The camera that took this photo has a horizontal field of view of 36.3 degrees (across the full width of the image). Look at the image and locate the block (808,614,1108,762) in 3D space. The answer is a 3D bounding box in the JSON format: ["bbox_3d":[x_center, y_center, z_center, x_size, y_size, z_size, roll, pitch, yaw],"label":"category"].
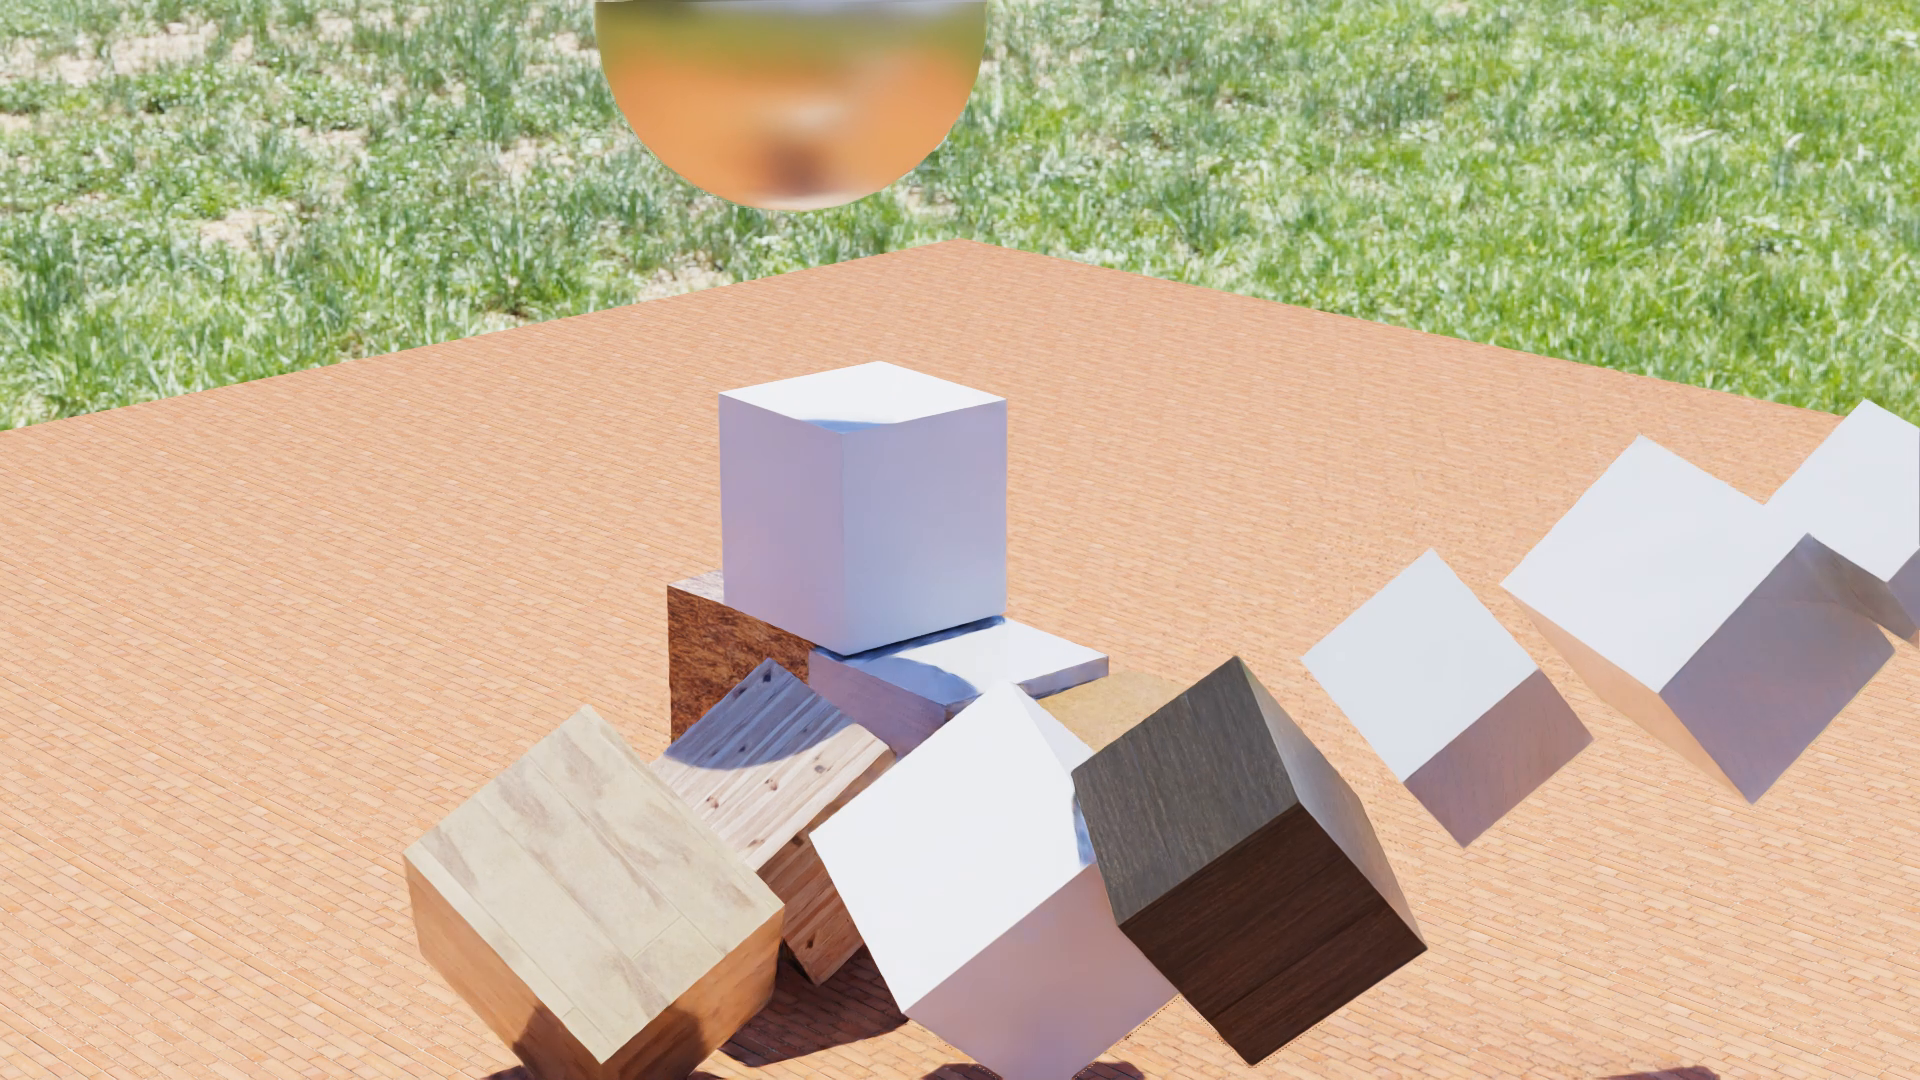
[{"bbox_3d":[-0.008,0.996,13.479,0.981,1.016,0.948,-15,23,-39],"label":"block"}]

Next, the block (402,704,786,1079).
[{"bbox_3d":[-1.355,1.448,10.896,0.869,1.040,1.061,-40,73,-23],"label":"block"}]

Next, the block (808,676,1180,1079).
[{"bbox_3d":[0.233,1.301,10.849,0.947,1.004,0.889,-39,48,8],"label":"block"}]

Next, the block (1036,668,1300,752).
[{"bbox_3d":[0.773,1.237,12.874,0.986,0.920,1.010,-16,24,-42],"label":"block"}]

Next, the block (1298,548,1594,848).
[{"bbox_3d":[1.750,0.572,10.527,0.649,0.616,0.670,53,6,38],"label":"block"}]

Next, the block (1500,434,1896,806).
[{"bbox_3d":[2.663,0.281,10.617,0.759,0.762,0.918,-47,36,-1],"label":"block"}]

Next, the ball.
[{"bbox_3d":[-0.687,-2.142,11.949,1.600,1.600,1.600,0,17,0],"label":"ball"}]

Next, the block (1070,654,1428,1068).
[{"bbox_3d":[0.967,1.083,9.991,0.722,0.787,0.917,-36,28,11],"label":"block"}]

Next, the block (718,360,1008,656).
[{"bbox_3d":[-0.451,-0.171,13.683,0.956,1.036,0.943,-14,22,-38],"label":"block"}]

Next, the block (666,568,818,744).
[{"bbox_3d":[-0.707,0.726,14.296,0.948,1.043,1.065,-17,24,-42],"label":"block"}]

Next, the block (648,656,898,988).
[{"bbox_3d":[-0.692,1.163,12.128,0.786,0.789,0.828,-42,46,-16],"label":"block"}]

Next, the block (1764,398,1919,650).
[{"bbox_3d":[3.278,-0.030,10.179,0.520,0.544,0.614,-47,39,0],"label":"block"}]
